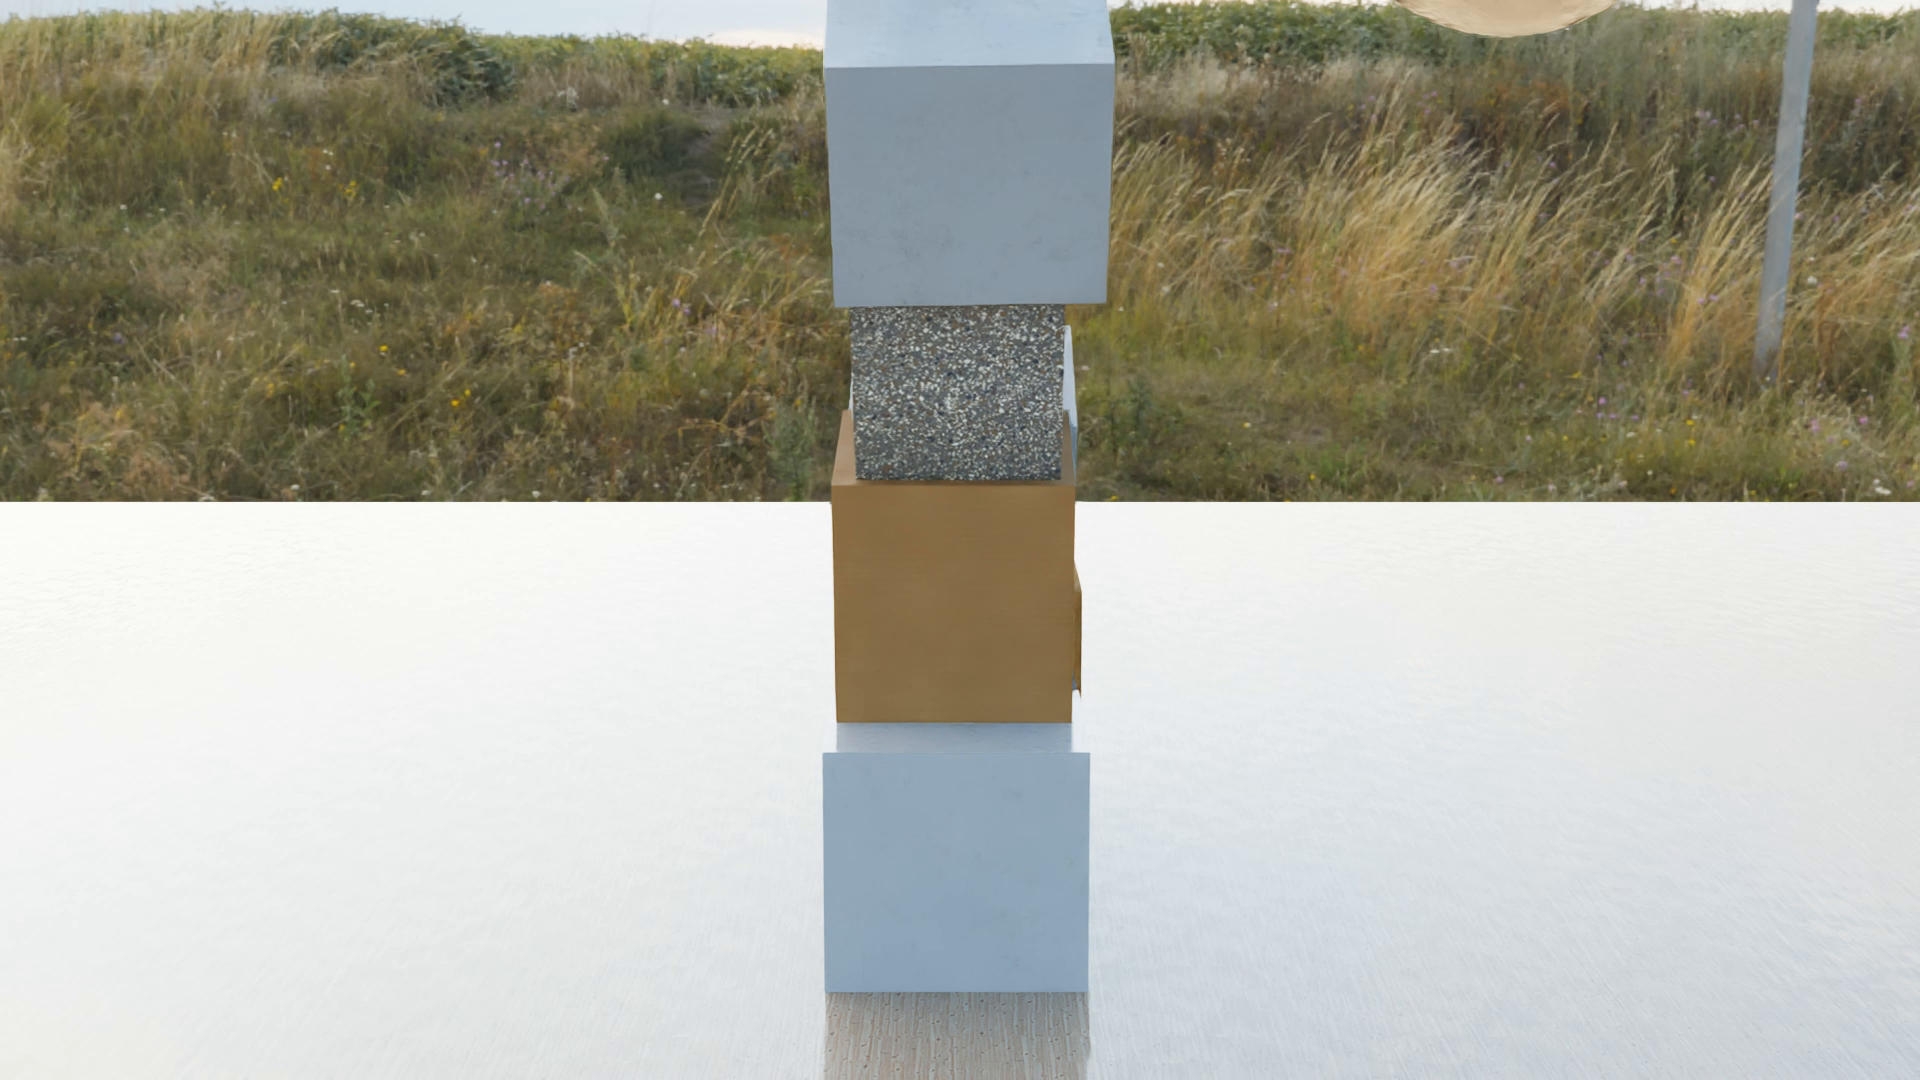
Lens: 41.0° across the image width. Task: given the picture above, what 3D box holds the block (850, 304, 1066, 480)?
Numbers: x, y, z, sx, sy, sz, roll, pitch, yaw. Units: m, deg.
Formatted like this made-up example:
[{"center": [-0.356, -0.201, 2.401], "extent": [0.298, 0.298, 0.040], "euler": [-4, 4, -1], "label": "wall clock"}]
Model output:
[{"center": [-0.005, -0.868, 9.949], "extent": [0.793, 0.927, 0.874], "euler": [0, 39, 0], "label": "block"}]

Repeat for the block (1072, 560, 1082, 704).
[{"center": [-0.003, 0.718, 12.357], "extent": [1.127, 1.166, 1.023], "euler": [0, 10, 0], "label": "block"}]

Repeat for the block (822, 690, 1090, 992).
[{"center": [-0.014, 1.190, 10.346], "extent": [1.021, 0.957, 1.005], "euler": [0, 10, 0], "label": "block"}]

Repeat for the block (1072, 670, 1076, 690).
[{"center": [-0.008, 1.019, 11.357], "extent": [1.006, 0.931, 1.029], "euler": [0, 10, 0], "label": "block"}]

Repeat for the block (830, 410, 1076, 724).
[{"center": [-0.021, 0.093, 10.452], "extent": [0.940, 1.006, 0.911], "euler": [0, 21, 0], "label": "block"}]

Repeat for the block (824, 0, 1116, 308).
[{"center": [0.024, -1.520, 9.254], "extent": [0.973, 0.964, 0.968], "euler": [-1, 39, -1], "label": "block"}]

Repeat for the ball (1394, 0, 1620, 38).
[{"center": [2.295, -2.903, 10.653], "extent": [1.600, 1.600, 1.600], "euler": [0, 10, 0], "label": "ball"}]

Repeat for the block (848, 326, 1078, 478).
[{"center": [0.014, -0.232, 11.421], "extent": [0.961, 1.139, 0.953], "euler": [0, 31, 0], "label": "block"}]
